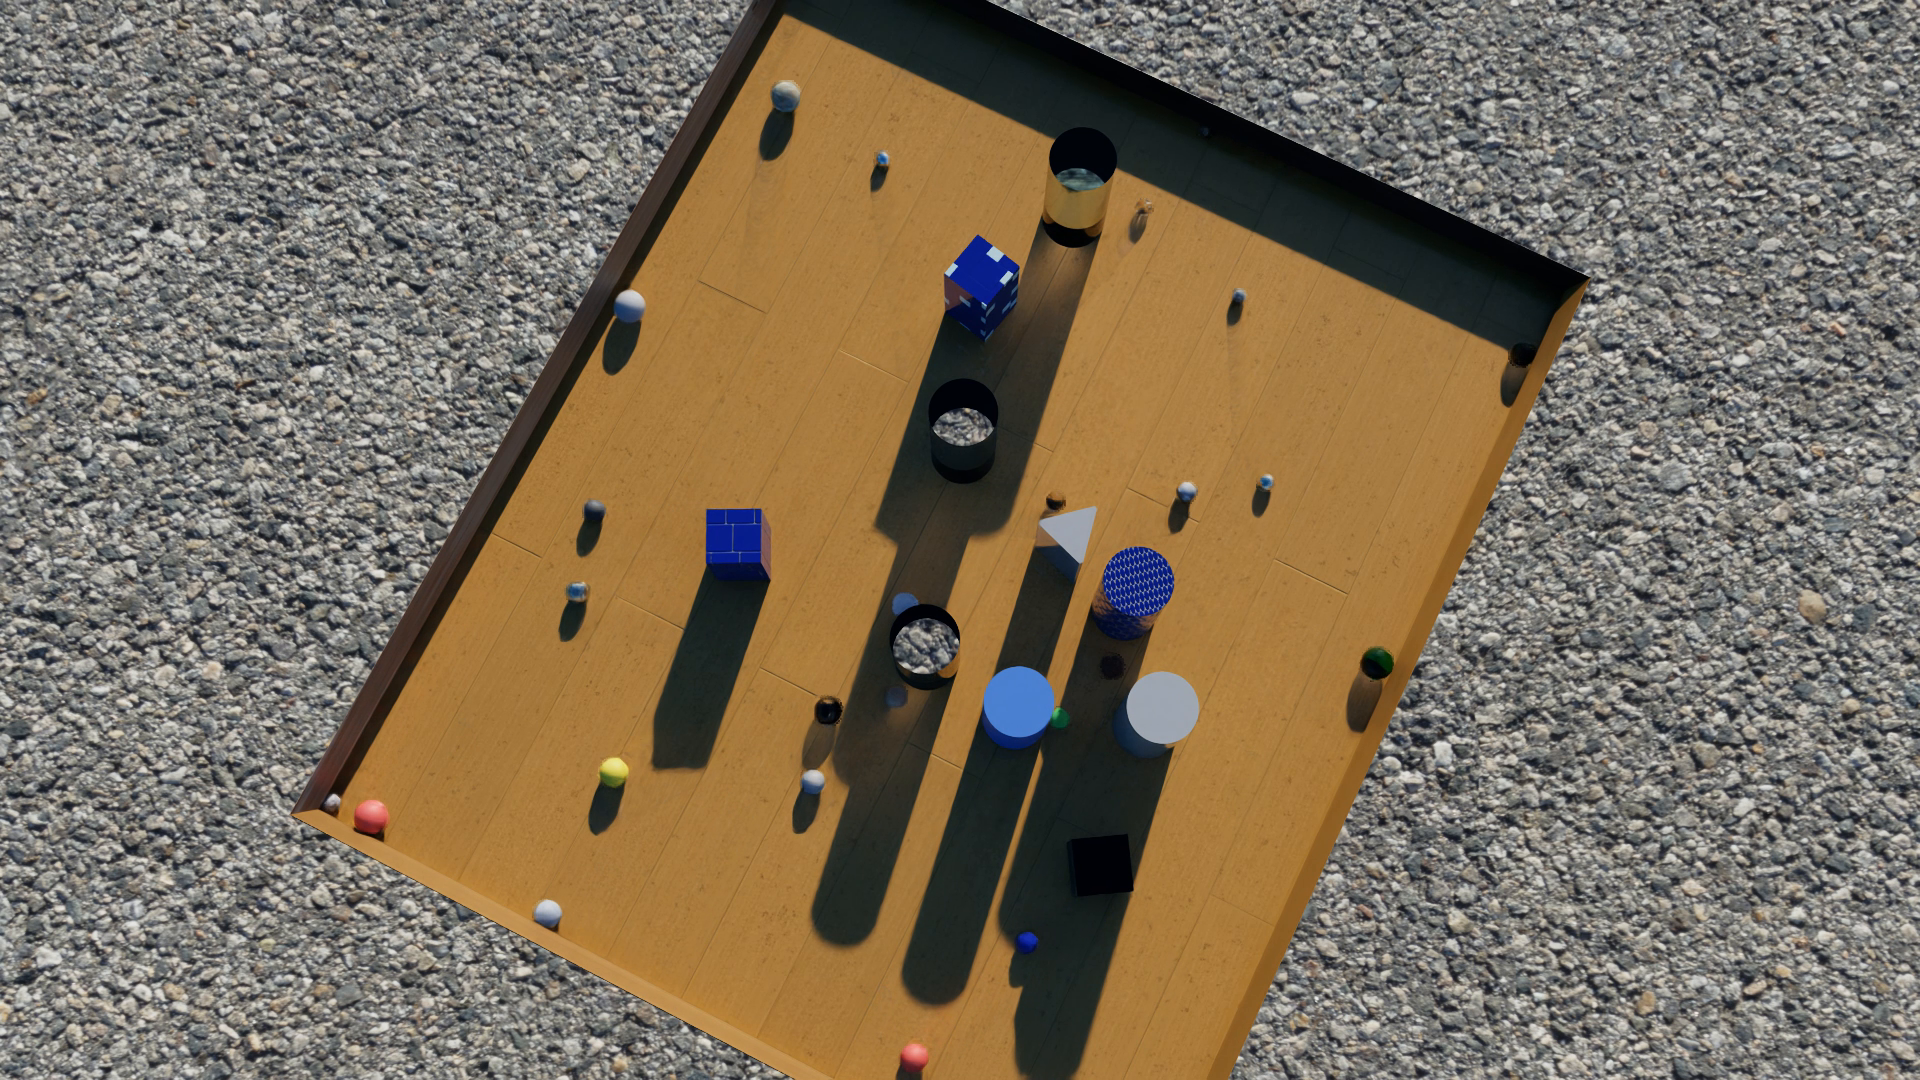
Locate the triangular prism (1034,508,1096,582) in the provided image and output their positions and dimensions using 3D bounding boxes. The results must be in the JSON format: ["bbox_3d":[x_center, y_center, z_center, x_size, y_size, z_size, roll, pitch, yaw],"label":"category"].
[{"bbox_3d":[0.342,-0.012,5.458,0.150,0.316,0.173,-44,82,-8],"label":"triangular prism"}]

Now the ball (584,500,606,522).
[{"bbox_3d":[-1.116,-0.091,5.601,0.067,0.067,0.067,0,78,0],"label":"ball"}]

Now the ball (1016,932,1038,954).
[{"bbox_3d":[0.197,1.174,5.342,0.062,0.062,0.062,0,78,0],"label":"ball"}]

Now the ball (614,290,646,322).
[{"bbox_3d":[-1.030,-0.729,5.717,0.099,0.099,0.099,0,78,0],"label":"ball"}]

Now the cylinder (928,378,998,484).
[{"bbox_3d":[0.010,-0.317,5.445,0.200,0.465,0.200,0,78,0],"label":"cylinder"}]

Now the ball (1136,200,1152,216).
[{"bbox_3d":[0.582,-1.053,5.808,0.052,0.052,0.052,0,78,0],"label":"ball"}]

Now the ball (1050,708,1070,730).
[{"bbox_3d":[0.297,0.534,5.474,0.063,0.063,0.063,0,78,0],"label":"ball"}]

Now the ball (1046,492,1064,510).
[{"bbox_3d":[0.292,-0.120,5.613,0.056,0.056,0.056,0,78,0],"label":"ball"}]

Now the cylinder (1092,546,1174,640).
[{"bbox_3d":[0.500,0.162,5.350,0.200,0.456,0.200,0,78,0],"label":"cylinder"}]

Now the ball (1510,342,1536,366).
[{"bbox_3d":[1.750,-0.578,5.697,0.076,0.076,0.076,0,78,0],"label":"ball"}]

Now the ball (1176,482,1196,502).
[{"bbox_3d":[0.693,-0.147,5.617,0.059,0.059,0.059,0,78,0],"label":"ball"}]

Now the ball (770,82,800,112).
[{"bbox_3d":[-0.557,-1.417,5.861,0.096,0.096,0.096,0,78,0],"label":"ball"}]

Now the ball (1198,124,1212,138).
[{"bbox_3d":[0.782,-1.310,5.866,0.043,0.043,0.043,0,78,0],"label":"ball"}]

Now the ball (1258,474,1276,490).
[{"bbox_3d":[0.943,-0.177,5.627,0.051,0.051,0.051,0,78,0],"label":"ball"}]

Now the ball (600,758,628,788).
[{"bbox_3d":[-1.025,0.689,5.430,0.086,0.086,0.086,0,78,0],"label":"ball"}]

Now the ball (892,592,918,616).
[{"bbox_3d":[-0.166,0.199,5.533,0.082,0.082,0.082,0,78,0],"label":"ball"}]

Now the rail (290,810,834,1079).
[{"bbox_3d":[-0.707,1.392,5.261,2.749,0.130,0.045,26,80,5],"label":"rail"}]

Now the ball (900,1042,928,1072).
[{"bbox_3d":[-0.130,1.487,5.268,0.080,0.080,0.080,0,78,0],"label":"ball"}]

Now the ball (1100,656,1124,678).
[{"bbox_3d":[0.456,0.381,5.502,0.070,0.070,0.070,0,78,0],"label":"ball"}]

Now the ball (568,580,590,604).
[{"bbox_3d":[-1.154,0.157,5.549,0.070,0.070,0.070,0,78,0],"label":"ball"}]

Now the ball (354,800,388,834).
[{"bbox_3d":[-1.734,0.815,5.397,0.100,0.100,0.100,0,78,0],"label":"ball"}]

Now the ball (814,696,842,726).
[{"bbox_3d":[-0.395,0.510,5.468,0.084,0.084,0.084,0,78,0],"label":"ball"}]

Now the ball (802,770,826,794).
[{"bbox_3d":[-0.435,0.717,5.431,0.072,0.072,0.072,0,78,0],"label":"ball"}]

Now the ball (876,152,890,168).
[{"bbox_3d":[-0.245,-1.212,5.843,0.049,0.049,0.049,0,78,0],"label":"ball"}]

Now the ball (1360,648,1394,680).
[{"bbox_3d":[1.250,0.371,5.491,0.096,0.096,0.096,0,78,0],"label":"ball"}]

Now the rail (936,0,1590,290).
[{"bbox_3d":[0.707,-1.378,5.835,2.749,0.130,0.045,26,80,5],"label":"rail"}]

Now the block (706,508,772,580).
[{"bbox_3d":[-0.658,0.017,5.468,0.160,0.285,0.160,-1,78,0],"label":"block"}]

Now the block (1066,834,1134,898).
[{"bbox_3d":[0.403,0.943,5.293,0.160,0.251,0.160,-5,78,-1],"label":"block"}]

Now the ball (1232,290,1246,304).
[{"bbox_3d":[0.877,-0.763,5.752,0.044,0.044,0.044,0,78,0],"label":"ball"}]

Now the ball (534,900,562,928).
[{"bbox_3d":[-1.203,1.093,5.349,0.081,0.081,0.081,0,78,0],"label":"ball"}]

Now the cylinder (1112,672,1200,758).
[{"bbox_3d":[0.558,0.509,5.271,0.200,0.470,0.200,0,78,0],"label":"cylinder"}]

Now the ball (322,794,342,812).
[{"bbox_3d":[-1.862,0.778,5.428,0.054,0.054,0.054,0,78,0],"label":"ball"}]

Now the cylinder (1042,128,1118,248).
[{"bbox_3d":[0.361,-1.071,5.601,0.200,0.466,0.200,0,78,0],"label":"cylinder"}]

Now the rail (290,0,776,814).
[{"bbox_3d":[-1.208,-0.585,5.670,0.045,0.130,3.211,26,80,5],"label":"rail"}]

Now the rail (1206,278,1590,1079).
[{"bbox_3d":[1.208,0.598,5.425,0.045,0.130,3.211,26,80,5],"label":"rail"}]

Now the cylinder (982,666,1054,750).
[{"bbox_3d":[0.166,0.492,5.325,0.200,0.372,0.200,0,78,0],"label":"cylinder"}]

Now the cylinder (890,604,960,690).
[{"bbox_3d":[-0.099,0.317,5.359,0.200,0.376,0.200,0,78,0],"label":"cylinder"}]

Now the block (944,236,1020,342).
[{"bbox_3d":[0.065,-0.765,5.599,0.160,0.344,0.160,38,81,7],"label":"block"}]

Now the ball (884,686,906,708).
[{"bbox_3d":[-0.193,0.470,5.485,0.067,0.067,0.067,0,78,0],"label":"ball"}]
